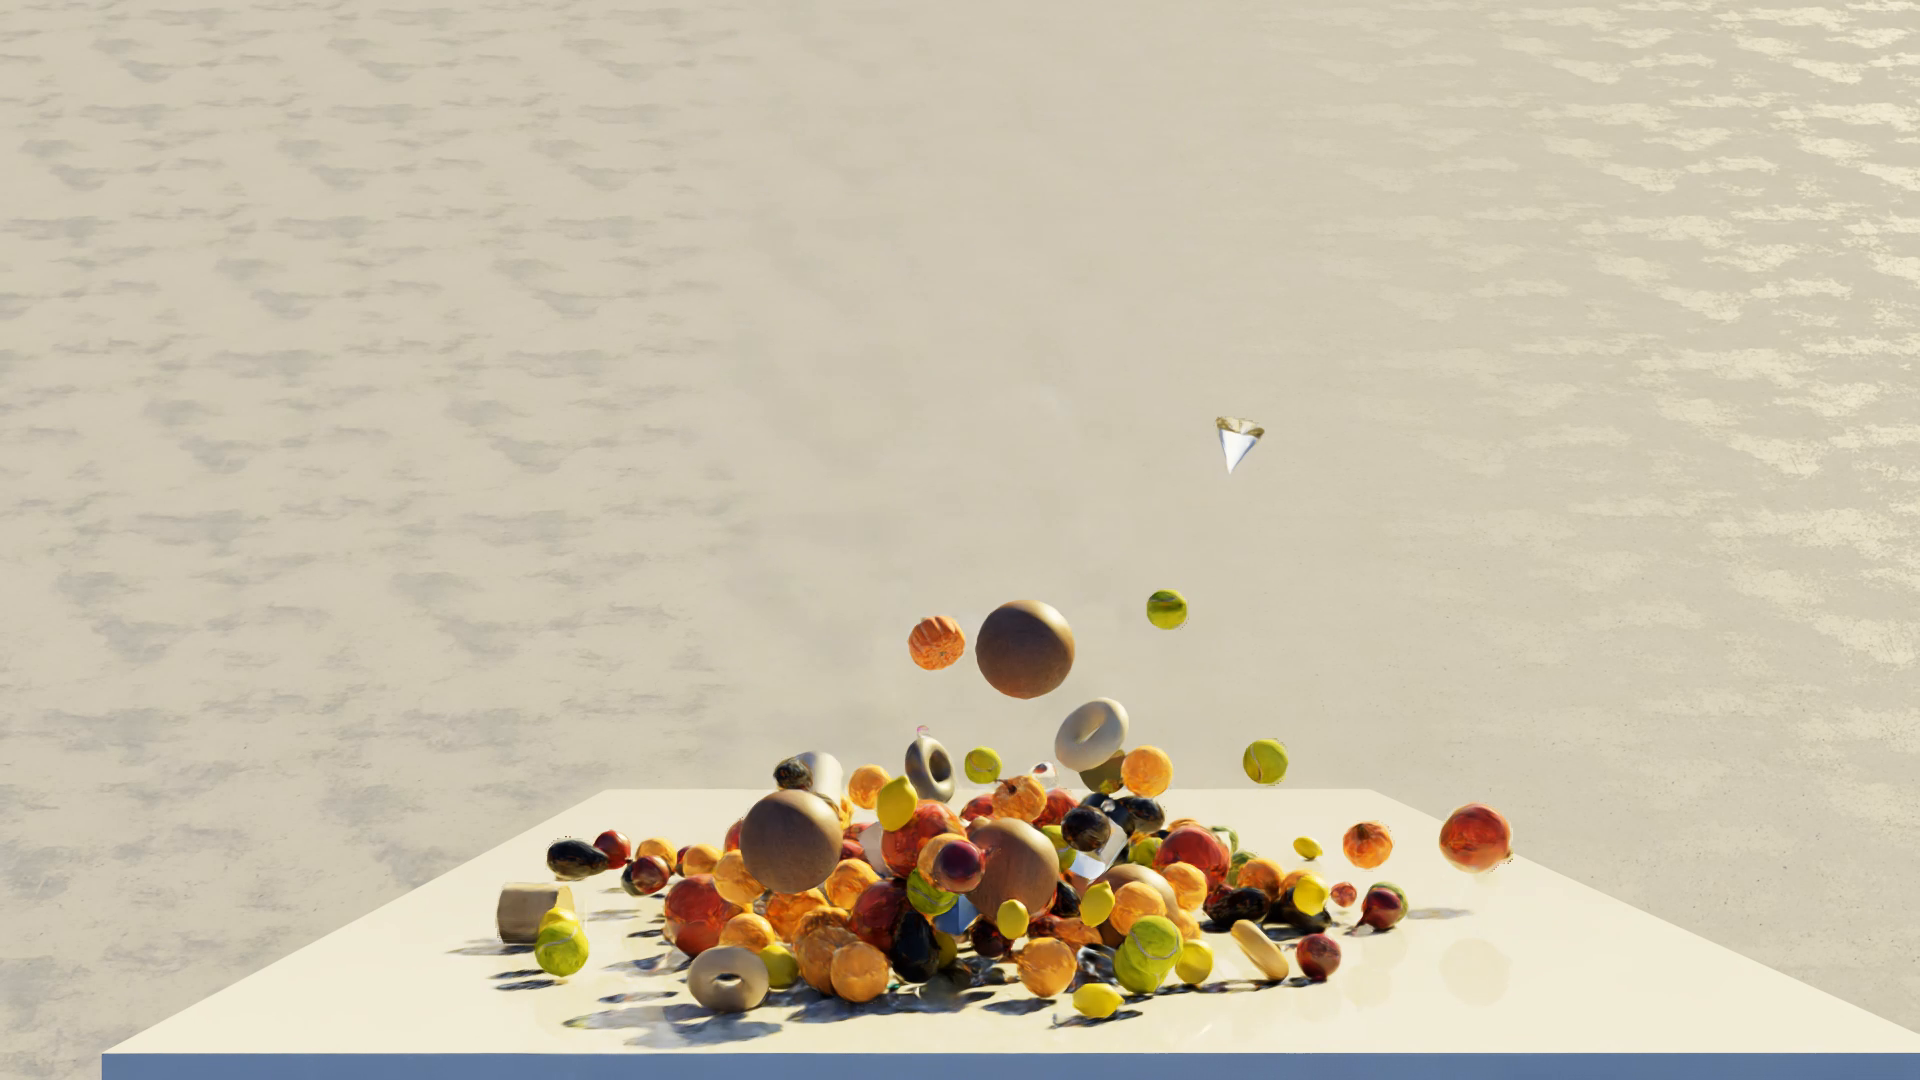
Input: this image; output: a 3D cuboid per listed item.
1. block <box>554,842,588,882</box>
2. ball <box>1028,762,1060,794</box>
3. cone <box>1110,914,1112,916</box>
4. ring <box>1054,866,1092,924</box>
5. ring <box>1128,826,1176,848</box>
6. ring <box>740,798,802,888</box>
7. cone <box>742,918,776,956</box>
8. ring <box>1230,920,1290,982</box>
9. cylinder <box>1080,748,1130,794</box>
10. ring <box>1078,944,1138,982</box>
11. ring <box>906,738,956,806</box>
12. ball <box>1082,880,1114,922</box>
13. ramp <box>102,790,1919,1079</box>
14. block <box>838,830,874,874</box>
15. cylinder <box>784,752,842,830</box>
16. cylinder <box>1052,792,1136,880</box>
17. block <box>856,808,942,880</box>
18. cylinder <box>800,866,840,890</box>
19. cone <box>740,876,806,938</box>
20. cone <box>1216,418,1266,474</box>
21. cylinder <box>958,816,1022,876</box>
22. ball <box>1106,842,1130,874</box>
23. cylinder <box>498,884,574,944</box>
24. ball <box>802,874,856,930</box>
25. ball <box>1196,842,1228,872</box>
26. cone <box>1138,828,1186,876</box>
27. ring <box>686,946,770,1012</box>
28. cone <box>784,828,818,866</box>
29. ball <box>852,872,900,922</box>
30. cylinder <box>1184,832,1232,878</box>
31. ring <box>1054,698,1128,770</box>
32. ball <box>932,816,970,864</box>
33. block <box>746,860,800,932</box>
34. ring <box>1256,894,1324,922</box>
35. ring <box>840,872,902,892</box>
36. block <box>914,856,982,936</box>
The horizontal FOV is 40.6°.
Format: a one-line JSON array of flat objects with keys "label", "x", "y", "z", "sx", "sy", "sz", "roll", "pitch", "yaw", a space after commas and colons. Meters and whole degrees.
[{"label": "block", "x": -0.662, "y": 0.547, "z": 4.412, "sx": 0.052, "sy": 0.052, "sz": 0.052, "roll": 1, "pitch": 11, "yaw": -4}, {"label": "ball", "x": 0.155, "y": 0.442, "z": 4.837, "sx": 0.060, "sy": 0.060, "sz": 0.060, "roll": 0, "pitch": 34, "yaw": 0}, {"label": "cone", "x": 0.206, "y": 0.567, "z": 4.030, "sx": 0.074, "sy": 0.074, "sz": 0.074, "roll": 28, "pitch": 42, "yaw": 22}, {"label": "ring", "x": 0.170, "y": 0.529, "z": 3.900, "sx": 0.033, "sy": 0.099, "sz": 0.099, "roll": 12, "pitch": 30, "yaw": -18}, {"label": "ring", "x": 0.369, "y": 0.592, "z": 5.171, "sx": 0.122, "sy": 0.041, "sz": 0.122, "roll": -1, "pitch": -2, "yaw": 0}, {"label": "ring", "x": -0.262, "y": 0.422, "z": 3.616, "sx": 0.046, "sy": 0.139, "sz": 0.139, "roll": 27, "pitch": 38, "yaw": 4}, {"label": "cone", "x": -0.279, "y": 0.539, "z": 3.529, "sx": 0.054, "sy": 0.054, "sz": 0.054, "roll": -6, "pitch": -11, "yaw": -1}, {"label": "ring", "x": 0.384, "y": 0.526, "z": 3.324, "sx": 0.032, "sy": 0.095, "sz": 0.095, "roll": -41, "pitch": 45, "yaw": -6}, {"label": "cylinder", "x": 0.243, "y": 0.383, "z": 4.347, "sx": 0.085, "sy": 0.085, "sz": 0.085, "roll": 3, "pitch": -4, "yaw": 5}, {"label": "ring", "x": 0.190, "y": 0.543, "z": 3.331, "sx": 0.082, "sy": 0.027, "sz": 0.082, "roll": 16, "pitch": 7, "yaw": -2}, {"label": "ring", "x": -0.058, "y": 0.454, "z": 5.078, "sx": 0.047, "sy": 0.141, "sz": 0.141, "roll": -20, "pitch": 25, "yaw": 28}, {"label": "ball", "x": 0.203, "y": 0.548, "z": 3.946, "sx": 0.066, "sy": 0.066, "sz": 0.066, "roll": 0, "pitch": 34, "yaw": 0}, {"label": "ramp", "x": 0.075, "y": 0.652, "z": 4.793, "sx": 2.000, "sy": 0.100, "sz": 4.000, "roll": 0, "pitch": -1, "yaw": 0}, {"label": "block", "x": -0.175, "y": 0.557, "z": 4.589, "sx": 0.081, "sy": 0.081, "sz": 0.081, "roll": 0, "pitch": -1, "yaw": -1}, {"label": "cylinder", "x": -0.247, "y": 0.423, "z": 4.368, "sx": 0.094, "sy": 0.094, "sz": 0.094, "roll": 0, "pitch": 41, "yaw": 1}, {"label": "cylinder", "x": 0.192, "y": 0.424, "z": 3.717, "sx": 0.088, "sy": 0.088, "sz": 0.088, "roll": 20, "pitch": 54, "yaw": 26}, {"label": "block", "x": -0.094, "y": 0.473, "z": 4.037, "sx": 0.080, "sy": 0.080, "sz": 0.080, "roll": 61, "pitch": 21, "yaw": 18}, {"label": "cylinder", "x": -0.233, "y": 0.556, "z": 4.177, "sx": 0.062, "sy": 0.062, "sz": 0.062, "roll": -1, "pitch": 31, "yaw": 27}, {"label": "cone", "x": -0.272, "y": 0.512, "z": 3.723, "sx": 0.095, "sy": 0.095, "sz": 0.095, "roll": 0, "pitch": 64, "yaw": 1}, {"label": "cone", "x": 0.479, "y": -0.156, "z": 4.520, "sx": 0.089, "sy": 0.089, "sz": 0.089, "roll": 11, "pitch": 17, "yaw": -3}, {"label": "cylinder", "x": 0.047, "y": 0.480, "z": 4.071, "sx": 0.070, "sy": 0.070, "sz": 0.070, "roll": 27, "pitch": 43, "yaw": 32}, {"label": "ball", "x": 0.263, "y": 0.556, "z": 4.656, "sx": 0.084, "sy": 0.084, "sz": 0.084, "roll": 0, "pitch": 34, "yaw": 0}, {"label": "cylinder", "x": -0.602, "y": 0.531, "z": 3.684, "sx": 0.084, "sy": 0.084, "sz": 0.084, "roll": -1, "pitch": 34, "yaw": 10}, {"label": "ball", "x": -0.196, "y": 0.538, "z": 3.849, "sx": 0.082, "sy": 0.082, "sz": 0.082, "roll": 0, "pitch": 34, "yaw": 0}, {"label": "ball", "x": 0.454, "y": 0.572, "z": 4.676, "sx": 0.055, "sy": 0.055, "sz": 0.055, "roll": 0, "pitch": 34, "yaw": 0}, {"label": "cone", "x": 0.337, "y": 0.570, "z": 4.577, "sx": 0.092, "sy": 0.092, "sz": 0.092, "roll": 15, "pitch": 27, "yaw": 22}, {"label": "ring", "x": -0.273, "y": 0.517, "z": 3.053, "sx": 0.098, "sy": 0.098, "sz": 0.033, "roll": 0, "pitch": 36, "yaw": 0}, {"label": "cone", "x": -0.275, "y": 0.576, "z": 4.611, "sx": 0.098, "sy": 0.098, "sz": 0.098, "roll": -21, "pitch": 51, "yaw": 28}, {"label": "ball", "x": -0.130, "y": 0.543, "z": 3.949, "sx": 0.076, "sy": 0.076, "sz": 0.076, "roll": 0, "pitch": 34, "yaw": 0}, {"label": "cylinder", "x": 0.435, "y": 0.551, "z": 4.538, "sx": 0.078, "sy": 0.078, "sz": 0.078, "roll": -4, "pitch": 34, "yaw": 6}, {"label": "ring", "x": 0.175, "y": 0.259, "z": 3.459, "sx": 0.112, "sy": 0.037, "sz": 0.112, "roll": -30, "pitch": 31, "yaw": 21}, {"label": "ball", "x": -0.009, "y": 0.542, "z": 4.669, "sx": 0.087, "sy": 0.087, "sz": 0.087, "roll": 0, "pitch": 34, "yaw": 0}, {"label": "block", "x": -0.275, "y": 0.524, "z": 3.819, "sx": 0.080, "sy": 0.080, "sz": 0.080, "roll": 0, "pitch": 63, "yaw": -4}, {"label": "ring", "x": 0.506, "y": 0.565, "z": 3.978, "sx": 0.104, "sy": 0.035, "sz": 0.104, "roll": -1, "pitch": -2, "yaw": 0}, {"label": "ring", "x": -0.157, "y": 0.568, "z": 4.241, "sx": 0.126, "sy": 0.042, "sz": 0.126, "roll": 1, "pitch": -1, "yaw": 0}, {"label": "block", "x": -0.016, "y": 0.468, "z": 3.414, "sx": 0.066, "sy": 0.066, "sz": 0.066, "roll": 12, "pitch": 27, "yaw": 24}]
